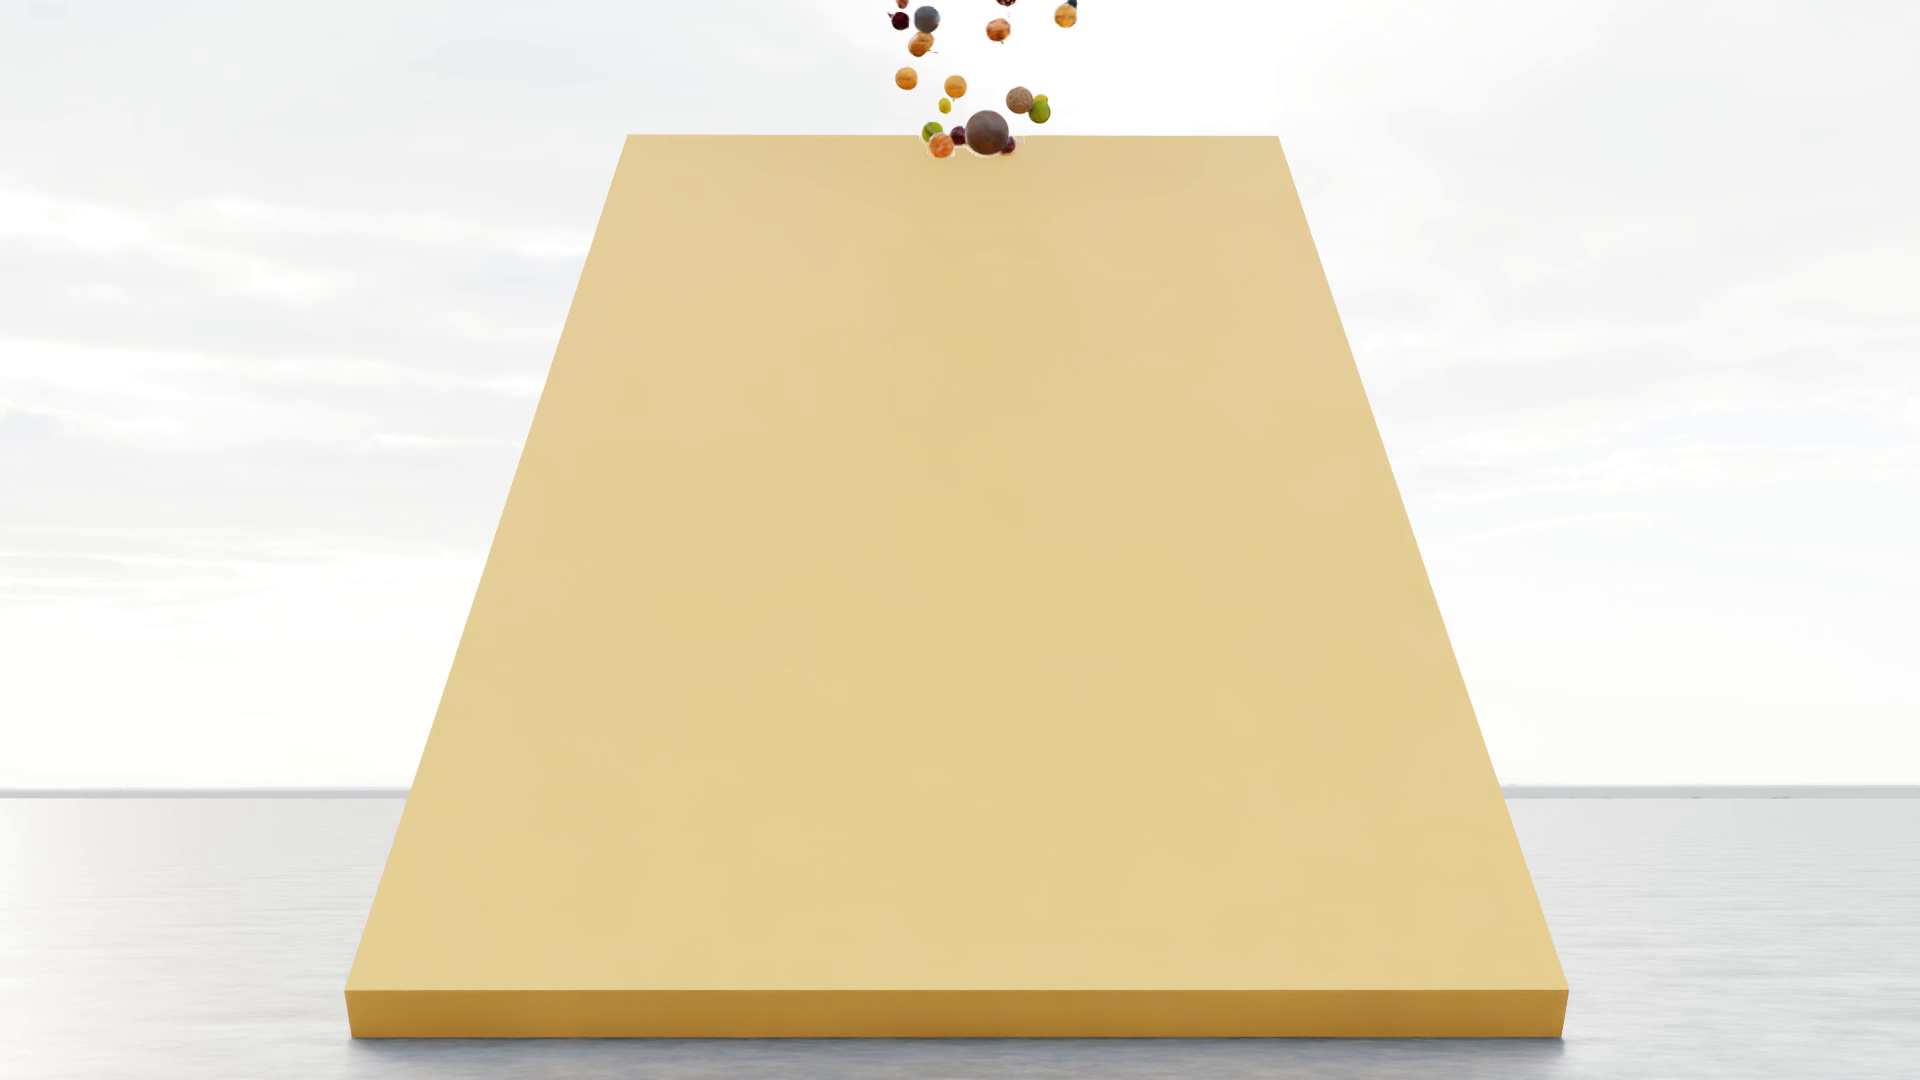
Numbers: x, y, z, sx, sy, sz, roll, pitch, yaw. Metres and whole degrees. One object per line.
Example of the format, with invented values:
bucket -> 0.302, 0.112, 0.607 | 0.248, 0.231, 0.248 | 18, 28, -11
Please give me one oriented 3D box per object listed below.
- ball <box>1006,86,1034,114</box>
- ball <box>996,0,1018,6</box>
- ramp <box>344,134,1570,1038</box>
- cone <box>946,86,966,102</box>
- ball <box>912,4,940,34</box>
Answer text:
ball -> 0.174, -1.285, 7.044 | 0.083, 0.083, 0.083 | 0, -6, 0
ball -> 0.135, -1.586, 6.998 | 0.075, 0.075, 0.075 | 0, -6, 0
ramp -> -0.013, -0.212, 5.698 | 2.000, 0.100, 4.000 | 0, 30, 0
cone -> -0.007, -1.355, 7.269 | 0.056, 0.056, 0.056 | -27, -9, 4
ball -> -0.097, -1.518, 7.026 | 0.082, 0.082, 0.082 | 0, -6, 0
